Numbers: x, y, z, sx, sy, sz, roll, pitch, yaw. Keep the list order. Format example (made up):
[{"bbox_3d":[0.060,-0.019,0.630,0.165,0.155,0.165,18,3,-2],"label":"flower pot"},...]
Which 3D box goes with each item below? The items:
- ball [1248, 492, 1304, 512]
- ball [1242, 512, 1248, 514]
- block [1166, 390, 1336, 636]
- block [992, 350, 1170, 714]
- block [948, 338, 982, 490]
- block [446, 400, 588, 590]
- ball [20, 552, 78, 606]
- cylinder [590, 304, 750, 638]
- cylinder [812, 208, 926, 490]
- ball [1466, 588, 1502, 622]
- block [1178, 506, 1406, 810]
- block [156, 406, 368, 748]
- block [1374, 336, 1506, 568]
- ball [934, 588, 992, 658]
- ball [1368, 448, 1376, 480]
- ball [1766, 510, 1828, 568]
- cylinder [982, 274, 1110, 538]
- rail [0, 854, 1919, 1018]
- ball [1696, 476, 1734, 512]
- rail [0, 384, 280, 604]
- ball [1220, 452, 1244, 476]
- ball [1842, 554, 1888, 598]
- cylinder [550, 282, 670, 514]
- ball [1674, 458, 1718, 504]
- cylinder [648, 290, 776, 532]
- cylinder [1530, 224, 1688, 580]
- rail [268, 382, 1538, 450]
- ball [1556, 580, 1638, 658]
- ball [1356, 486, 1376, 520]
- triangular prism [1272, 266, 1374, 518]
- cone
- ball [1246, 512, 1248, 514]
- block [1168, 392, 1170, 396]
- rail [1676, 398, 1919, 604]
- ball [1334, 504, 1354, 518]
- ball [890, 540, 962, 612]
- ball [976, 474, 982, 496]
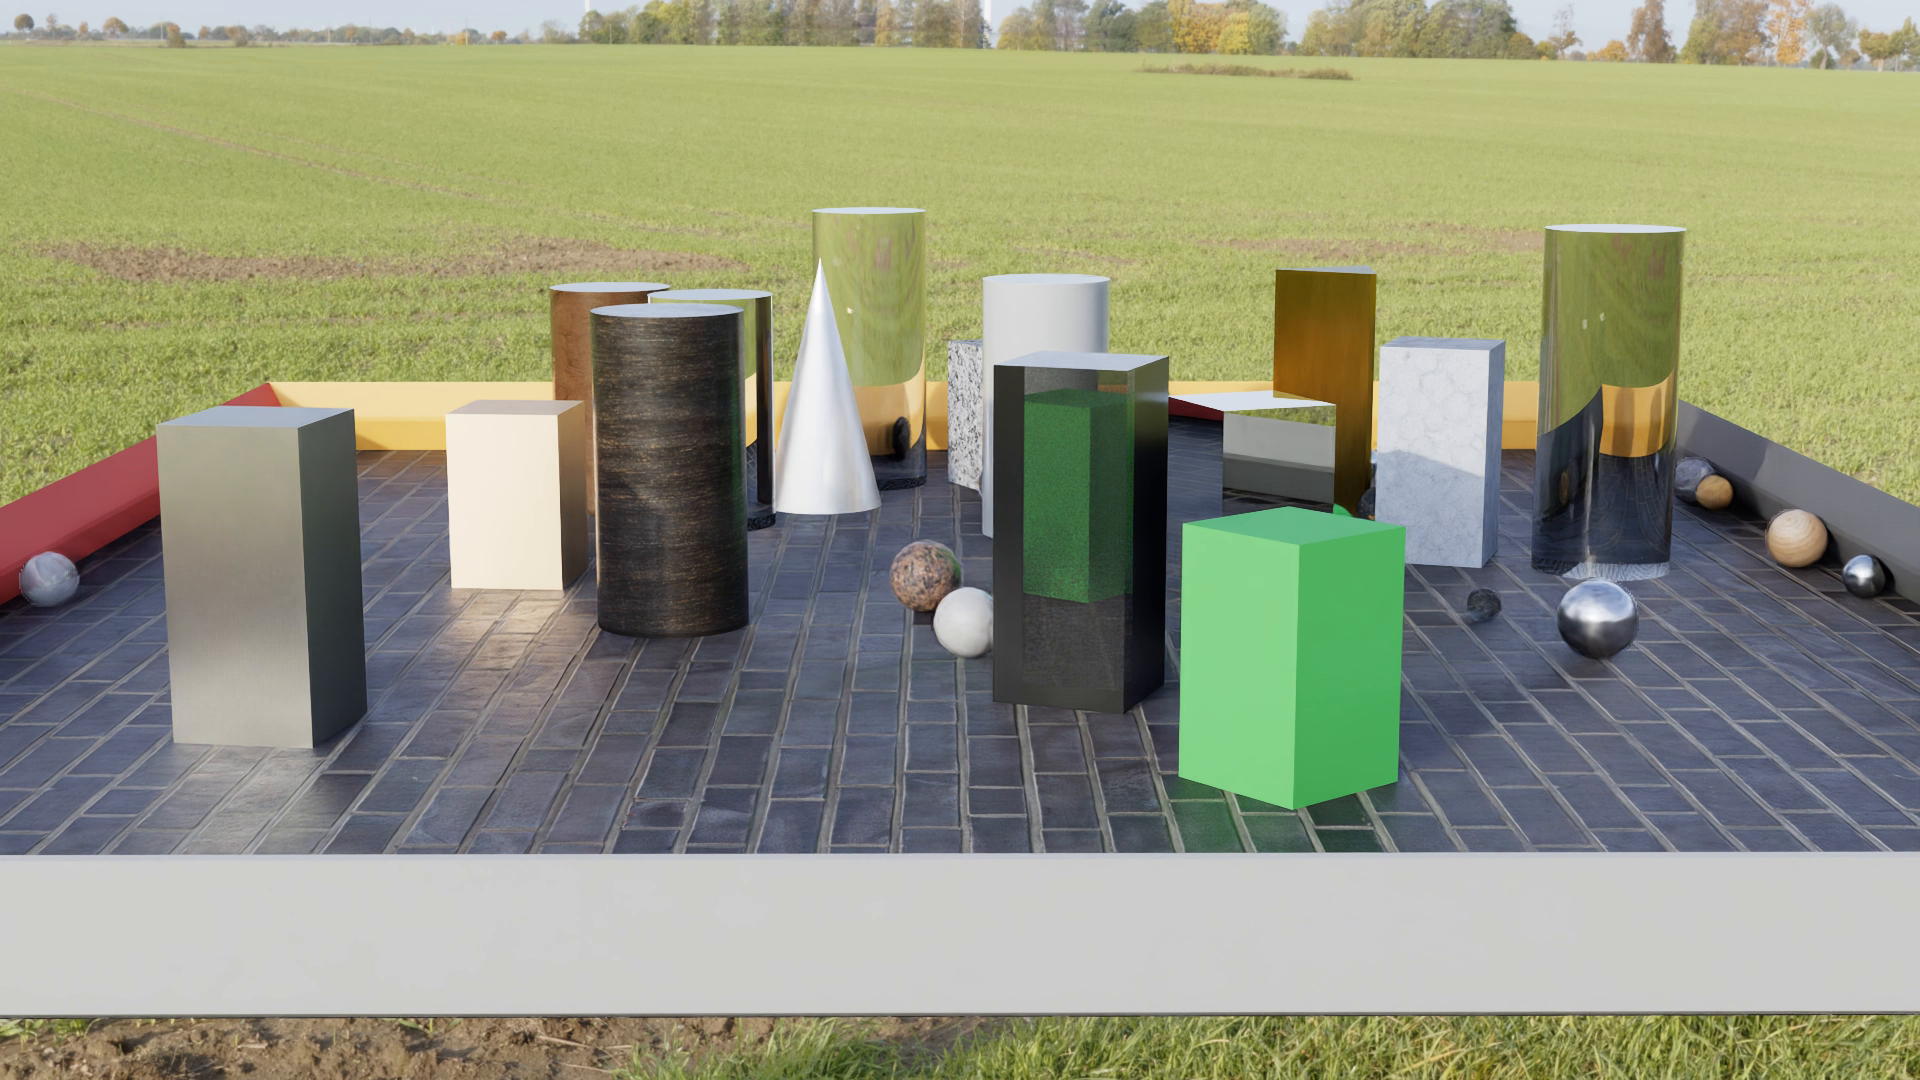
[{"bbox_3d":[0.480,-0.028,3.885,0.092,0.092,0.092,0,10,0],"label":"ball"},{"bbox_3d":[0.446,-0.019,3.948,0.052,0.052,0.052,0,10,0],"label":"ball"},{"bbox_3d":[0.370,-0.027,3.296,0.159,0.306,0.159,-4,11,-22],"label":"block"},{"bbox_3d":[0.141,-0.013,2.983,0.159,0.392,0.159,4,11,21],"label":"block"},{"bbox_3d":[0.086,-0.221,4.500,0.159,0.250,0.159,-5,12,-27],"label":"block"},{"bbox_3d":[-0.631,-0.067,3.672,0.159,0.247,0.159,1,11,5],"label":"block"},{"bbox_3d":[-1.240,0.054,3.494,0.075,0.075,0.075,0,10,0],"label":"ball"},{"bbox_3d":[-0.379,-0.095,3.362,0.199,0.414,0.199,0,10,0],"label":"cylinder"},{"bbox_3d":[-0.158,-0.338,4.501,0.199,0.478,0.199,0,10,0],"label":"cylinder"},{"bbox_3d":[0.694,0.086,3.400,0.045,0.045,0.045,0,10,0],"label":"ball"},{"bbox_3d":[0.339,0.116,2.629,0.159,0.267,0.159,-9,14,-40],"label":"block"},{"bbox_3d":[-0.766,0.037,2.829,0.159,0.349,0.159,2,11,8],"label":"block"},{"bbox_3d":[0.718,-0.135,3.837,0.159,0.320,0.159,4,11,20],"label":"block"},{"bbox_3d":[0.011,0.103,3.191,0.088,0.088,0.088,0,10,0],"label":"ball"},{"bbox_3d":[0.719,-0.136,4.560,0.059,0.059,0.059,0,10,0],"label":"ball"},{"bbox_3d":[1.227,-0.001,3.758,0.086,0.086,0.086,0,10,0],"label":"ball"},{"bbox_3d":[0.134,-0.209,4.022,0.199,0.400,0.199,0,10,0],"label":"cylinder"},{"bbox_3d":[0.008,0.301,2.001,2.628,0.129,0.045,0,10,0],"label":"rail"},{"bbox_3d":[1.248,-0.077,4.240,0.060,0.060,0.060,0,10,0],"label":"ball"},{"bbox_3d":[-1.290,0.035,3.441,0.045,0.129,2.993,0,10,0],"label":"rail"},{"bbox_3d":[0.488,-0.136,4.609,0.042,0.042,0.042,0,10,0],"label":"ball"},{"bbox_3d":[1.254,0.050,3.556,0.059,0.059,0.059,0,10,0],"label":"ball"},{"bbox_3d":[-0.579,-0.239,4.278,0.199,0.365,0.199,0,10,0],"label":"cylinder"},{"bbox_3d":[1.232,-0.097,4.304,0.077,0.077,0.077,0,10,0],"label":"ball"},{"bbox_3d":[-0.396,-0.209,4.105,0.199,0.368,0.199,0,10,0],"label":"cylinder"},{"bbox_3d":[0.940,-0.203,3.725,0.199,0.496,0.199,0,10,0],"label":"cylinder"},{"bbox_3d":[-0.008,-0.235,4.897,2.628,0.129,0.045,0,10,0],"label":"rail"},{"bbox_3d":[0.792,0.098,3.189,0.098,0.098,0.098,0,10,0],"label":"ball"},{"bbox_3d":[0.660,-0.045,4.000,0.084,0.084,0.084,0,10,0],"label":"ball"},{"bbox_3d":[0.613,-0.231,4.114,0.172,0.408,0.149,7,13,34],"label":"triangular prism"},{"bbox_3d":[-0.231,-0.264,4.278,0.199,0.413,0.199,0,10,0],"label":"cone"},{"bbox_3d":[0.471,-0.029,3.994,0.056,0.056,0.056,0,10,0],"label":"ball"},{"bbox_3d":[0.186,-0.075,3.656,0.159,0.269,0.159,8,13,38],"label":"block"},{"bbox_3d":[1.290,0.032,3.456,0.045,0.129,2.993,0,10,0],"label":"rail"},{"bbox_3d":[0.551,-0.014,3.835,0.083,0.083,0.083,0,10,0],"label":"ball"},{"bbox_3d":[-0.046,0.048,3.462,0.097,0.097,0.097,0,10,0],"label":"ball"},{"bbox_3d":[0.057,-0.094,4.340,0.057,0.057,0.057,0,10,0],"label":"ball"}]
